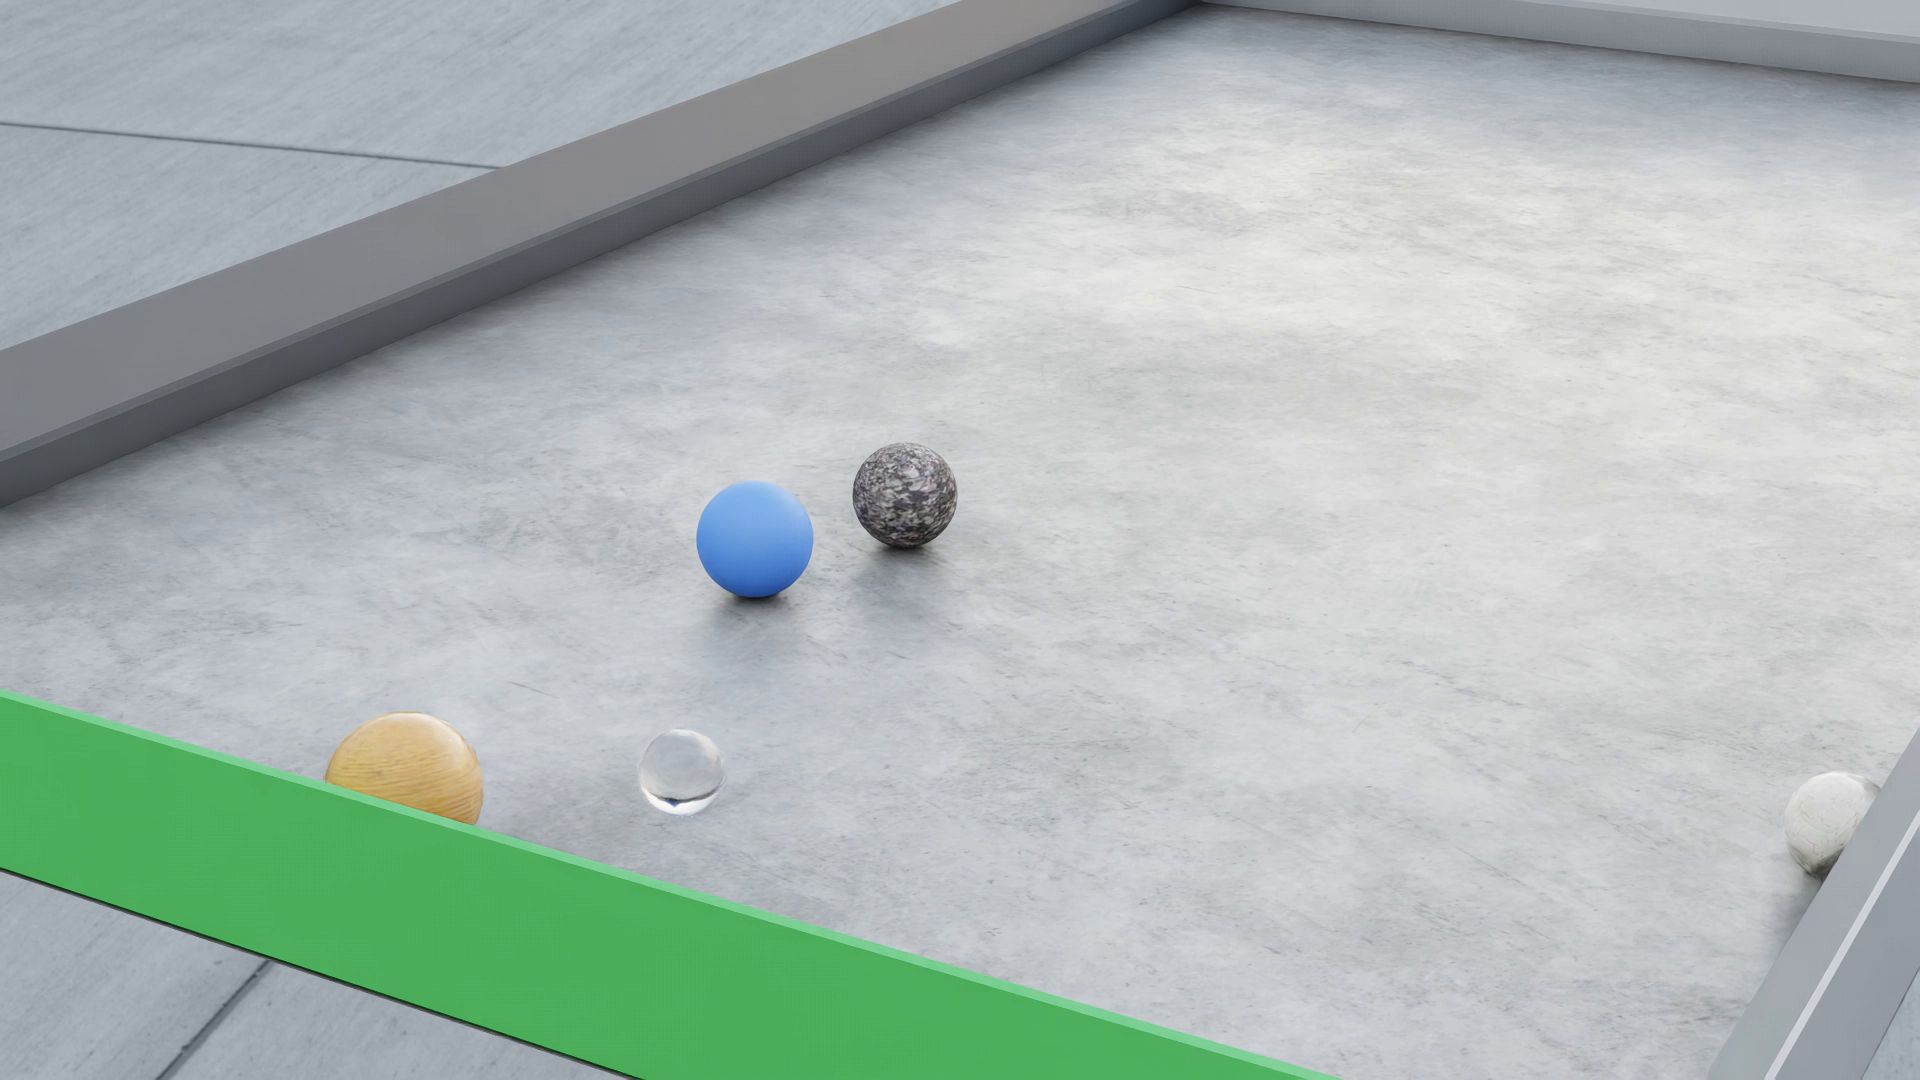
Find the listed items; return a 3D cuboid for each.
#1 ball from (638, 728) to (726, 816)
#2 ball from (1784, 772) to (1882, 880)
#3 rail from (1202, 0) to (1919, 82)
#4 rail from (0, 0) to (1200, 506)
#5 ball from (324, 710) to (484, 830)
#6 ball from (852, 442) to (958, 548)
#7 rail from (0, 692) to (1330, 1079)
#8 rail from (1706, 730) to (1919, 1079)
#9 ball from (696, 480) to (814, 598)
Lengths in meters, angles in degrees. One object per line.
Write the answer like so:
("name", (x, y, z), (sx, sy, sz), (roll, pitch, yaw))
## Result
("ball", (-0.164, 0.137, 1.738), (0.052, 0.052, 0.052), (0, 22, 0))
("ball", (0.498, 0.162, 1.663), (0.062, 0.062, 0.062), (0, 22, 0))
("rail", (0.920, -0.630, 3.533), (1.409, 0.117, 0.045), (12, 25, 27))
("rail", (-0.281, -0.353, 2.854), (0.045, 0.117, 2.511), (12, 25, 27))
("ball", (-0.316, 0.142, 1.675), (0.090, 0.090, 0.090), (0, 22, 0))
("ball", (-0.040, -0.032, 2.123), (0.076, 0.076, 0.076), (0, 22, 0))
("rail", (-0.299, 0.178, 1.550), (1.409, 0.117, 0.045), (12, 25, 27))
("rail", (0.902, -0.099, 2.230), (0.045, 0.117, 2.511), (12, 25, 27))
("ball", (-0.142, -0.001, 2.038), (0.081, 0.081, 0.081), (0, 22, 0))
